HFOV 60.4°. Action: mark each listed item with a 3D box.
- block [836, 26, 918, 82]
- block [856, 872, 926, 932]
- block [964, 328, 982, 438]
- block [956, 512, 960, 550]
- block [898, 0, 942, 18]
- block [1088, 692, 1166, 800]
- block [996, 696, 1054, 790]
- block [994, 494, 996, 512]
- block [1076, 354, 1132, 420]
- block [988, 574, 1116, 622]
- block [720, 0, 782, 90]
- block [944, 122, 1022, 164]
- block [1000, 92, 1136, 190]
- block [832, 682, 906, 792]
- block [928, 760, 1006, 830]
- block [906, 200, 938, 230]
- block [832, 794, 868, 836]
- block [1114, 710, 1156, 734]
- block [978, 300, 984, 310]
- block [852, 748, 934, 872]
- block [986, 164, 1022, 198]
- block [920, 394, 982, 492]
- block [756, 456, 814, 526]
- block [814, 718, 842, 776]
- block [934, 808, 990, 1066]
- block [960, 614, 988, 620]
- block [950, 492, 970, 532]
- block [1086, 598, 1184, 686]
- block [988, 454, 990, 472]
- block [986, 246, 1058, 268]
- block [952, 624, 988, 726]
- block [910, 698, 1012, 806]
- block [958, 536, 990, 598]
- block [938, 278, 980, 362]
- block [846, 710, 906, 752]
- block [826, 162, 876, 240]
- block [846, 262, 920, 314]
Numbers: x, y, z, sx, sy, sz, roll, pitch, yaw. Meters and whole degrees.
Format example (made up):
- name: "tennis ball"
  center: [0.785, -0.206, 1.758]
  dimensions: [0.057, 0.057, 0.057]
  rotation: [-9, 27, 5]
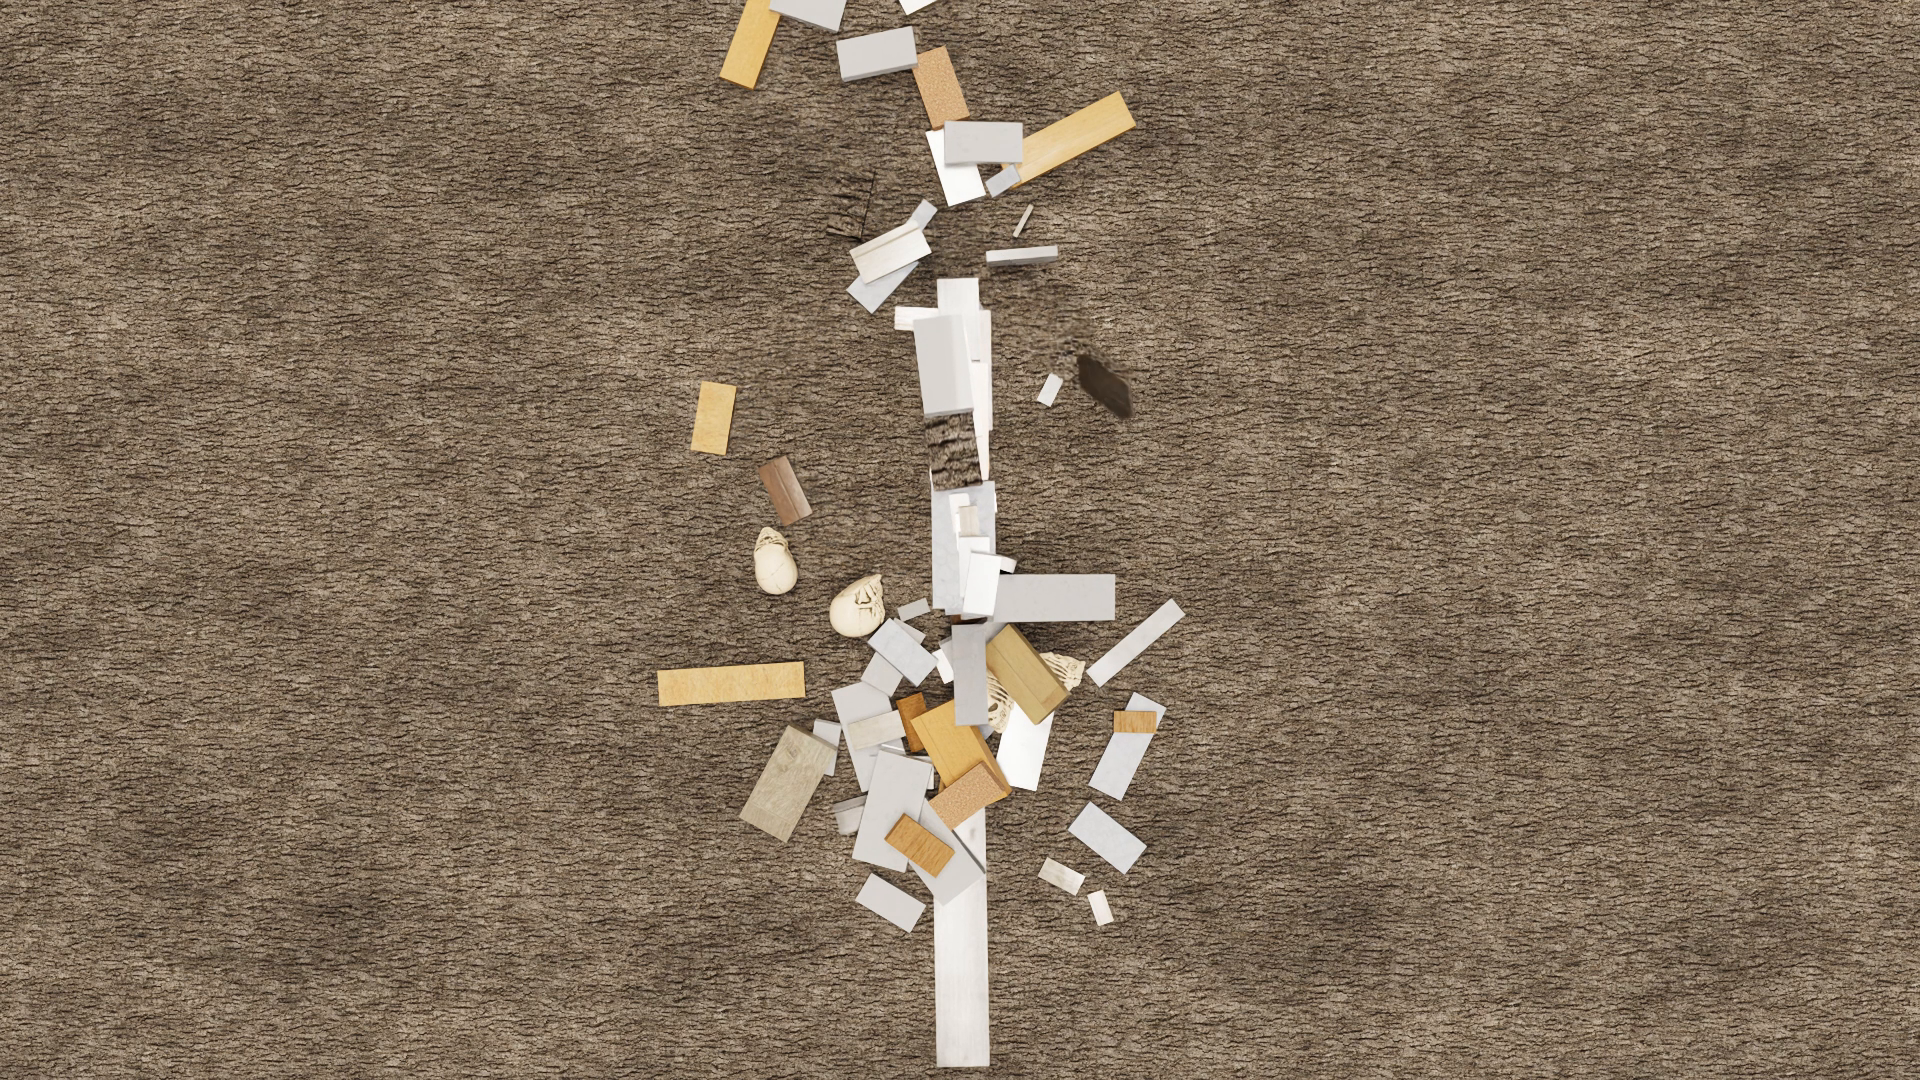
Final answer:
- name: "block"
  center: [-0.273, -1.608, 5.460]
  dimensions: [0.257, 0.036, 0.128]
  rotation: [-10, 83, 6]
- name: "block"
  center: [-0.230, 1.204, 5.485]
  dimensions: [0.212, 0.030, 0.106]
  rotation: [31, 90, 0]
- name: "block"
  center: [-0.027, -0.414, 4.440]
  dimensions: [0.132, 0.037, 0.291]
  rotation: [-9, 90, 0]
- name: "block"
  center: [0.015, -0.023, 4.409]
  dimensions: [0.051, 0.014, 0.102]
  rotation: [-4, 105, -1]
- name: "block"
  center: [-0.090, -1.855, 5.482]
  dimensions: [0.257, 0.036, 0.129]
  rotation: [-27, 90, 0]
- name: "block"
  center: [0.555, 0.684, 5.483]
  dimensions: [0.120, 0.034, 0.343]
  rotation: [26, 90, 0]
- name: "block"
  center: [0.212, 0.667, 5.479]
  dimensions: [0.151, 0.043, 0.302]
  rotation: [13, 90, 0]
- name: "block"
  center: [0.014, -0.096, 4.649]
  dimensions: [0.170, 0.339, 0.048]
  rotation: [-4, 90, 0]
- name: "block"
  center: [0.463, -0.490, 5.279]
  dimensions: [0.034, 0.242, 0.121]
  rotation: [-25, 54, 30]
- name: "block"
  center: [0.301, 0.188, 5.373]
  dimensions: [0.460, 0.043, 0.151]
  rotation: [1, 90, -28]
- name: "block"
  center: [-0.667, -1.719, 5.483]
  dimensions: [0.118, 0.034, 0.432]
  rotation: [20, 90, 0]
- name: "block"
  center: [0.076, -1.307, 5.427]
  dimensions: [0.257, 0.036, 0.129]
  rotation: [-1, 91, -8]
- name: "block"
  center: [0.350, -1.327, 5.482]
  dimensions: [0.458, 0.036, 0.128]
  rotation: [-27, 90, 0]
- name: "block"
  center: [-0.292, 0.641, 5.475]
  dimensions: [0.175, 0.049, 0.349]
  rotation: [-17, 90, 0]
- name: "block"
  center: [0.022, 0.832, 5.364]
  dimensions: [0.239, 0.034, 0.120]
  rotation: [-40, 86, 23]
- name: "block"
  center: [-0.132, -1.070, 5.492]
  dimensions: [0.058, 0.016, 0.116]
  rotation: [37, 90, 0]
- name: "block"
  center: [-0.308, 0.899, 5.485]
  dimensions: [0.212, 0.030, 0.106]
  rotation: [-16, 90, 0]
- name: "block"
  center: [0.579, 0.602, 5.456]
  dimensions: [0.141, 0.020, 0.071]
  rotation: [2, 90, 0]
- name: "block"
  center: [0.020, -0.791, 5.449]
  dimensions: [0.076, 0.022, 0.152]
  rotation: [-24, 56, 0]
- name: "block"
  center: [-0.219, 0.882, 5.388]
  dimensions: [0.179, 0.051, 0.364]
  rotation: [14, 92, 5]
- name: "block"
  center: [0.144, -1.189, 5.464]
  dimensions: [0.116, 0.016, 0.058]
  rotation: [-27, 90, 29]
- name: "block"
  center: [-0.023, -0.269, 4.403]
  dimensions: [0.132, 0.037, 0.264]
  rotation: [-8, 90, 0]
- name: "block"
  center: [-0.581, -0.162, 5.485]
  dimensions: [0.106, 0.030, 0.212]
  rotation: [-25, 90, 0]
- name: "block"
  center: [-0.448, 0.686, 5.461]
  dimensions: [0.089, 0.025, 0.178]
  rotation: [11, 105, 5]
- name: "block"
  center: [0.003, 1.307, 5.475]
  dimensions: [0.175, 0.049, 0.866]
  rotation: [-1, 90, 0]
- name: "block"
  center: [0.209, 0.191, 5.368]
  dimensions: [0.473, 0.023, 0.081]
  rotation: [-6, 93, -30]
- name: "block"
  center: [0.002, -0.073, 4.424]
  dimensions: [0.051, 0.014, 0.102]
  rotation: [-7, 90, 0]
- name: "block"
  center: [0.583, 0.342, 5.490]
  dimensions: [0.374, 0.020, 0.071]
  rotation: [-40, 90, 0]
- name: "block"
  center: [0.002, -0.208, 4.661]
  dimensions: [0.158, 0.315, 0.045]
  rotation: [-4, 90, 0]
- name: "block"
  center: [0.202, -0.936, 5.442]
  dimensions: [0.231, 0.116, 0.033]
  rotation: [-5, 90, 0]
- name: "block"
  center: [0.032, 0.437, 5.336]
  dimensions: [0.106, 0.030, 0.327]
  rotation: [-2, 74, -2]
- name: "block"
  center: [0.004, 0.705, 5.390]
  dimensions: [0.179, 0.051, 0.358]
  rotation: [-28, 91, 23]
- name: "block"
  center: [0.039, 0.070, 4.398]
  dimensions: [0.081, 0.023, 0.163]
  rotation: [-1, 105, 0]
- name: "block"
  center: [-0.003, -0.655, 4.914]
  dimensions: [0.121, 0.034, 0.242]
  rotation: [-2, 90, 0]
- name: "block"
  center: [-0.276, 0.627, 5.438]
  dimensions: [0.178, 0.025, 0.089]
  rotation: [-17, 90, 0]
- name: "block"
  center: [-0.364, -1.128, 5.483]
  dimensions: [0.118, 0.034, 0.237]
  rotation: [12, 90, 0]
- name: "block"
  center: [-0.256, -0.875, 5.484]
  dimensions: [0.116, 0.033, 0.231]
  rotation: [43, 90, 0]
